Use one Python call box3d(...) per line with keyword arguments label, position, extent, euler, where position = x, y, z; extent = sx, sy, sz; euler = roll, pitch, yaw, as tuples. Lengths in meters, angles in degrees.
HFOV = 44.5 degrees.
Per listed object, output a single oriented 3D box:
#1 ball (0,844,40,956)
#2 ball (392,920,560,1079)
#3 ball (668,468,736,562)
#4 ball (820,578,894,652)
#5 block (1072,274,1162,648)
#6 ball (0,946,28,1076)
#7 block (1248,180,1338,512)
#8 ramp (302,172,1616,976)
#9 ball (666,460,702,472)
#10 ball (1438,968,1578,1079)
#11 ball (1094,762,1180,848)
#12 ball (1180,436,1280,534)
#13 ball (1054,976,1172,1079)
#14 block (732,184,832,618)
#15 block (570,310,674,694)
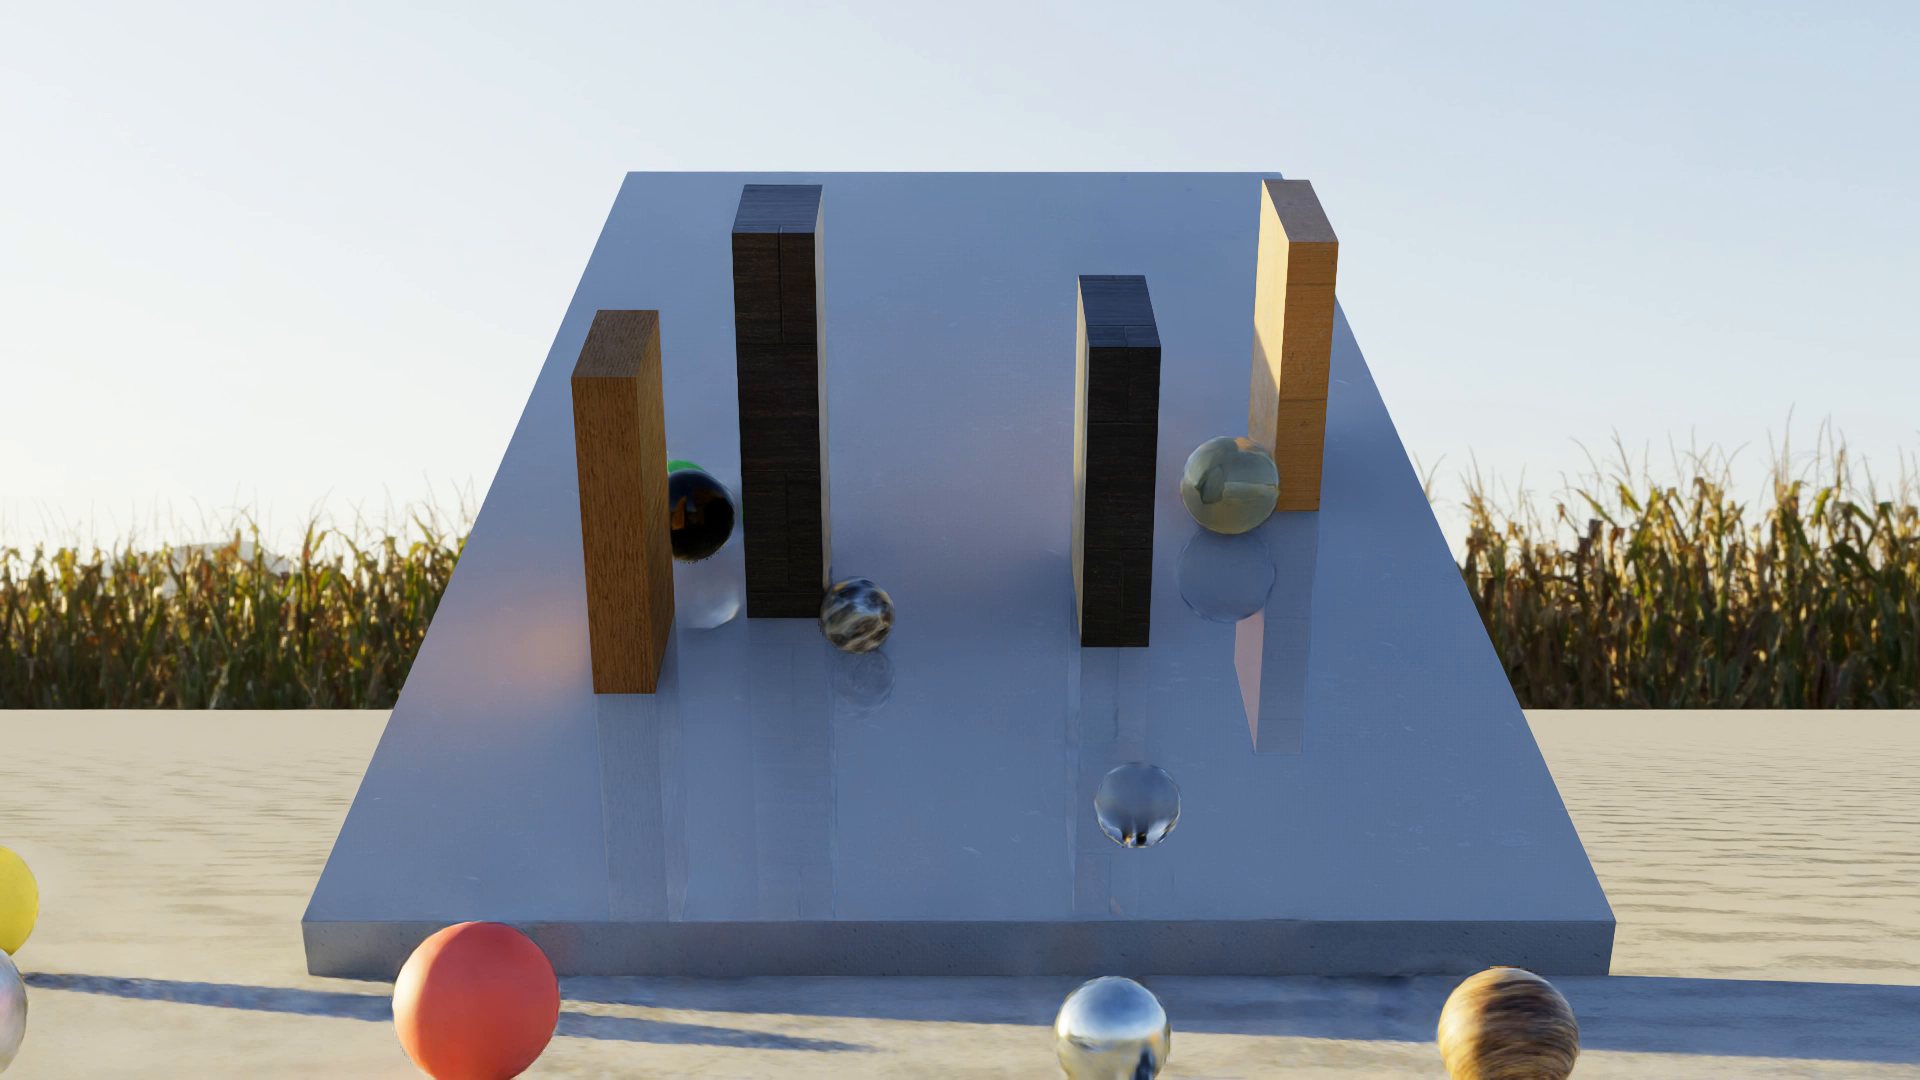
box3d(label="ball", position=(-1.547, 0.570, 3.660), extent=(0.206, 0.206, 0.206), euler=(0, -4, 0))
box3d(label="ball", position=(-0.529, 0.508, 2.569), extent=(0.179, 0.179, 0.179), euler=(0, -4, 0))
box3d(label="ball", position=(-0.542, -0.050, 4.679), extent=(0.186, 0.186, 0.186), euler=(0, -4, 0))
box3d(label="ball", position=(-0.190, 0.139, 4.338), extent=(0.138, 0.138, 0.138), euler=(0, -4, 0))
box3d(label="block", position=(0.289, -0.152, 4.420), extent=(0.126, 0.596, 0.389), euler=(0, 25, 0))
box3d(label="ball", position=(-1.066, 0.492, 2.426), extent=(0.190, 0.190, 0.190), euler=(0, -4, 0))
box3d(label="block", position=(0.704, -0.420, 4.994), extent=(0.100, 0.591, 0.432), euler=(0, 25, 0))
box3d(label="ramp", position=(-0.009, -0.229, 5.395), extent=(2.000, 0.100, 4.000), euler=(0, 25, 0))
box3d(label="ball", position=(-0.578, -0.096, 4.833), extent=(0.138, 0.138, 0.138), euler=(0, -4, 0))
box3d(label="ball", position=(0.569, 0.517, 2.436), extent=(0.143, 0.143, 0.143), euler=(0, -4, 0))
box3d(label="ball", position=(0.283, 0.422, 3.740), extent=(0.137, 0.137, 0.137), euler=(0, -4, 0))
box3d(label="ball", position=(0.553, -0.113, 4.797), extent=(0.203, 0.203, 0.203), euler=(0, -4, 0))
box3d(label="ball", position=(0.163, 0.530, 2.505), extent=(0.126, 0.126, 0.126), euler=(0, -4, 0))
box3d(label="block", position=(-0.332, -0.260, 4.446), extent=(0.147, 0.765, 0.295), euler=(0, 25, 0))
box3d(label="block", position=(-0.602, -0.071, 4.228), extent=(0.110, 0.608, 0.336), euler=(0, 25, 0))
